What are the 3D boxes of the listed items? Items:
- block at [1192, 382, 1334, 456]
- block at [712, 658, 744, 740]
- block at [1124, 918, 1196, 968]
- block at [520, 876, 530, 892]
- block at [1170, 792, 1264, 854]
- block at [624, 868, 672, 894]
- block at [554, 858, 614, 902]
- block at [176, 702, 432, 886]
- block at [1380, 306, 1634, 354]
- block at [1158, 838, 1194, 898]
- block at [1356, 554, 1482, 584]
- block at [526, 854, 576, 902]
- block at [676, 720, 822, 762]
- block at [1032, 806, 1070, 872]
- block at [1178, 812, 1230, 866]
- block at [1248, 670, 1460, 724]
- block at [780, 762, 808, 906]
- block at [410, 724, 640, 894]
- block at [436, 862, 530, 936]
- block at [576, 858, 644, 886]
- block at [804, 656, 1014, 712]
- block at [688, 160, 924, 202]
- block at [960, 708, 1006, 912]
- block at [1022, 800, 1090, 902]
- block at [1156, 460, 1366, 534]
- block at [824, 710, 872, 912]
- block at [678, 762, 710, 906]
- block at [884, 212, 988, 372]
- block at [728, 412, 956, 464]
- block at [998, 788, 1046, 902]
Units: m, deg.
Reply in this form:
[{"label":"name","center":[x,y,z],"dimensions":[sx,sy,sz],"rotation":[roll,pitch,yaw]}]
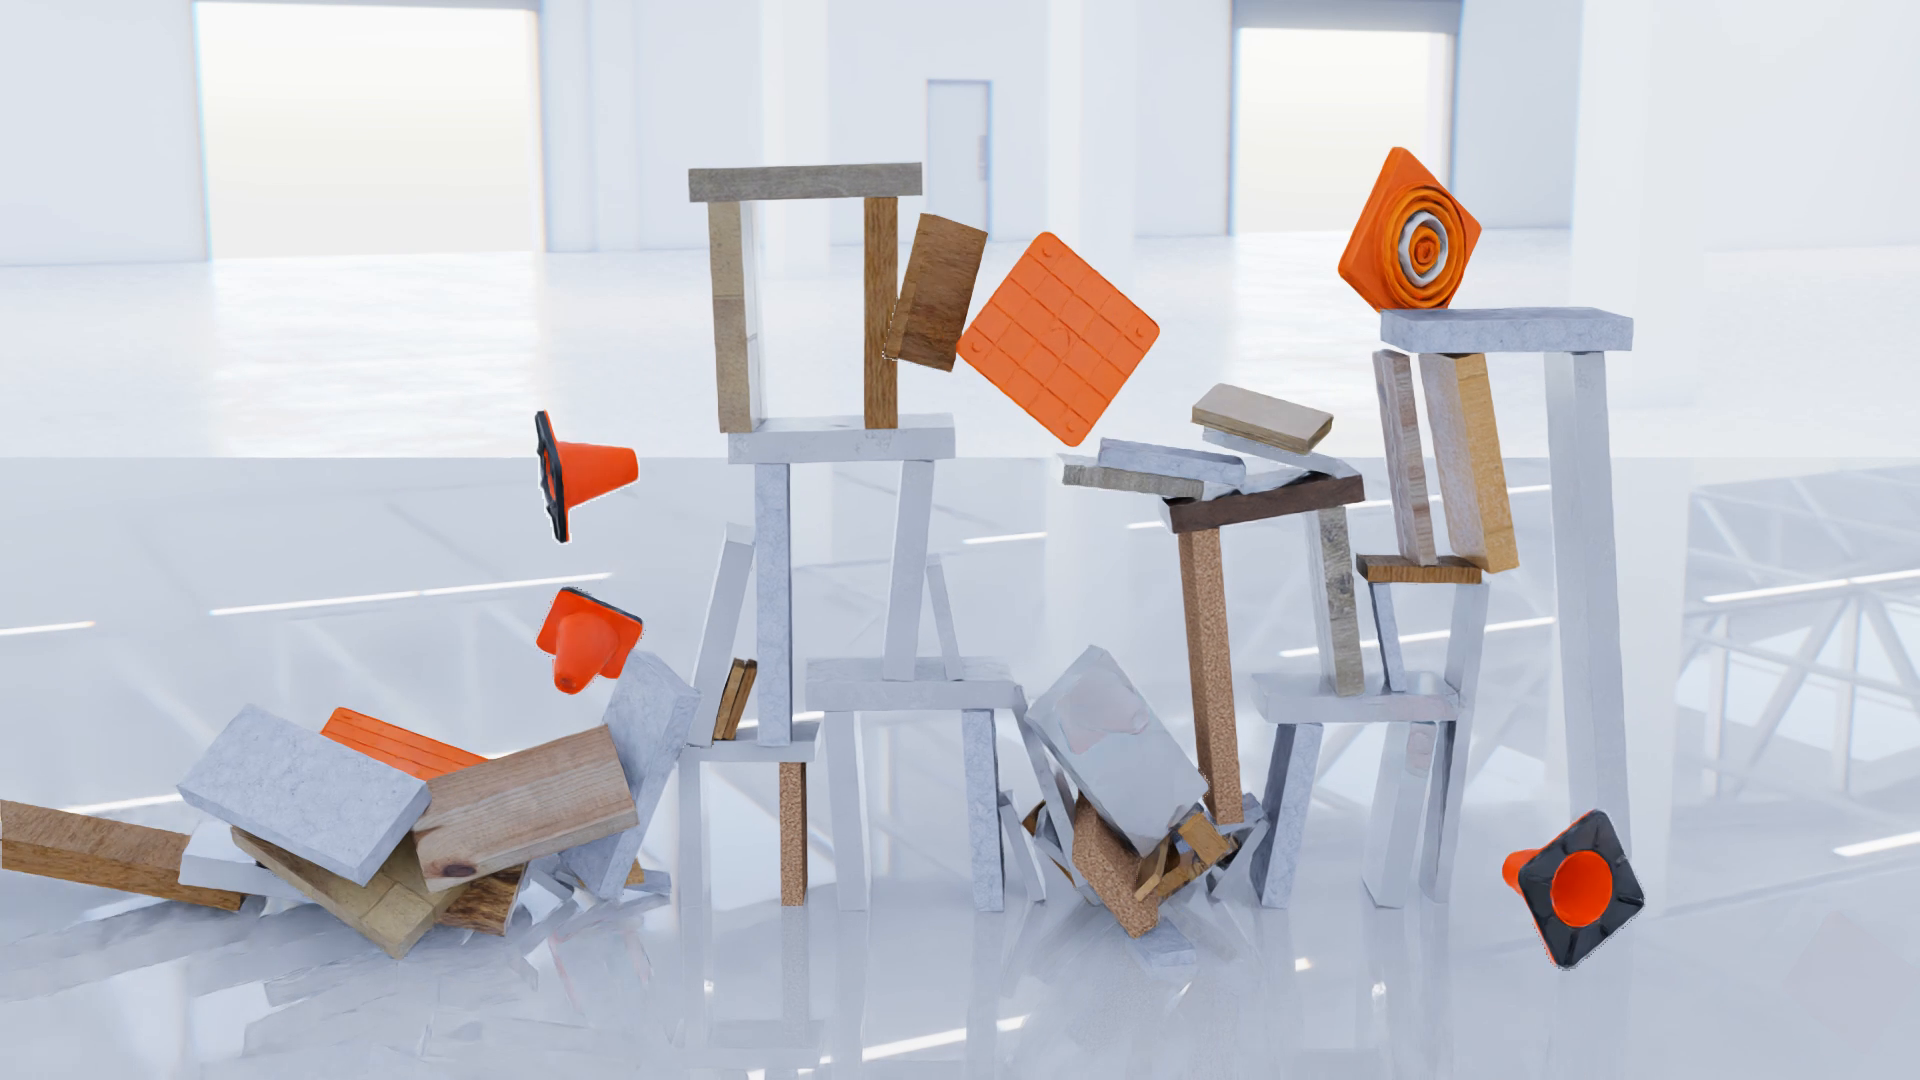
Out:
[{"label":"block","center":[0.471,-0.190,3.430],"dimensions":[0.196,0.028,0.098],"rotation":[19,36,26]},{"label":"block","center":[-0.378,0.258,3.581],"dimensions":[0.017,0.123,0.062],"rotation":[17,8,-8]},{"label":"block","center":[0.310,0.624,3.416],"dimensions":[0.071,0.020,0.142],"rotation":[-6,12,-12]},{"label":"block","center":[-0.778,0.517,3.622],"dimensions":[0.022,0.079,0.158],"rotation":[-36,-47,27]},{"label":"block","center":[0.424,0.469,3.645],"dimensions":[0.154,0.022,0.077],"rotation":[-24,11,1]},{"label":"block","center":[-0.537,0.566,3.670],"dimensions":[0.106,0.015,0.053],"rotation":[10,18,-15]},{"label":"block","center":[-0.618,0.562,3.643],"dimensions":[0.106,0.015,0.053],"rotation":[24,14,-9]},{"label":"block","center":[-1.019,0.392,3.419],"dimensions":[0.350,0.050,0.175],"rotation":[20,54,19]},{"label":"block","center":[0.857,-0.331,3.464],"dimensions":[0.349,0.049,0.175],"rotation":[-1,12,-5]},{"label":"block","center":[0.344,0.540,3.672],"dimensions":[0.095,0.027,0.190],"rotation":[-36,7,18]},{"label":"block","center":[0.740,0.046,3.552],"dimensions":[0.184,0.026,0.092],"rotation":[1,12,-1]},{"label":"block","center":[-0.706,0.529,3.637],"dimensions":[0.158,0.022,0.079],"rotation":[39,11,-17]},{"label":"block","center":[-0.357,0.331,3.617],"dimensions":[0.247,0.035,0.123],"rotation":[0,11,1]},{"label":"block","center":[0.197,0.516,3.630],"dimensions":[0.171,0.024,0.086],"rotation":[40,31,-15]},{"label":"block","center":[0.392,0.481,3.533],"dimensions":[0.047,0.094,0.013],"rotation":[-40,36,1]},{"label":"block","center":[0.644,0.258,3.615],"dimensions":[0.311,0.044,0.156],"rotation":[-1,11,-3]},{"label":"block","center":[-0.276,0.468,3.649],"dimensions":[0.035,0.247,0.123],"rotation":[0,11,0]},{"label":"block","center":[-0.691,0.419,3.457],"dimensions":[0.336,0.048,0.168],"rotation":[-17,57,-12]},{"label":"block","center":[-0.854,0.520,3.501],"dimensions":[0.311,0.044,0.155],"rotation":[12,53,0]},{"label":"block","center":[-0.580,0.548,3.634],"dimensions":[0.106,0.015,0.053],"rotation":[1,26,-24]},{"label":"block","center":[-0.085,0.234,3.608],"dimensions":[0.335,0.047,0.167],"rotation":[-1,11,-3]},{"label":"block","center":[-0.239,-0.563,3.449],"dimensions":[0.357,0.051,0.179],"rotation":[-2,11,-2]},{"label":"block","center":[0.040,0.425,3.635],"dimensions":[0.047,0.335,0.167],"rotation":[-3,10,3]},{"label":"block","center":[0.176,0.517,3.668],"dimensions":[0.024,0.171,0.086],"rotation":[-41,-2,18]},{"label":"block","center":[0.481,-0.071,3.538],"dimensions":[0.309,0.044,0.154],"rotation":[-10,11,-1]},{"label":"block","center":[-0.185,0.424,3.638],"dimensions":[0.047,0.335,0.167],"rotation":[-4,11,1]},{"label":"block","center":[-0.440,0.469,3.646],"dimensions":[0.035,0.247,0.123],"rotation":[0,11,0]},{"label":"block","center":[-0.036,-0.382,3.407],"dimensions":[0.113,0.226,0.032],"rotation":[12,5,-41]},{"label":"block","center":[-0.187,-0.164,3.530],"dimensions":[0.355,0.050,0.178],"rotation":[-2,11,-1]},{"label":"block","center":[0.103,0.507,3.653],"dimensions":[0.024,0.171,0.085],"rotation":[-18,9,5]}]
